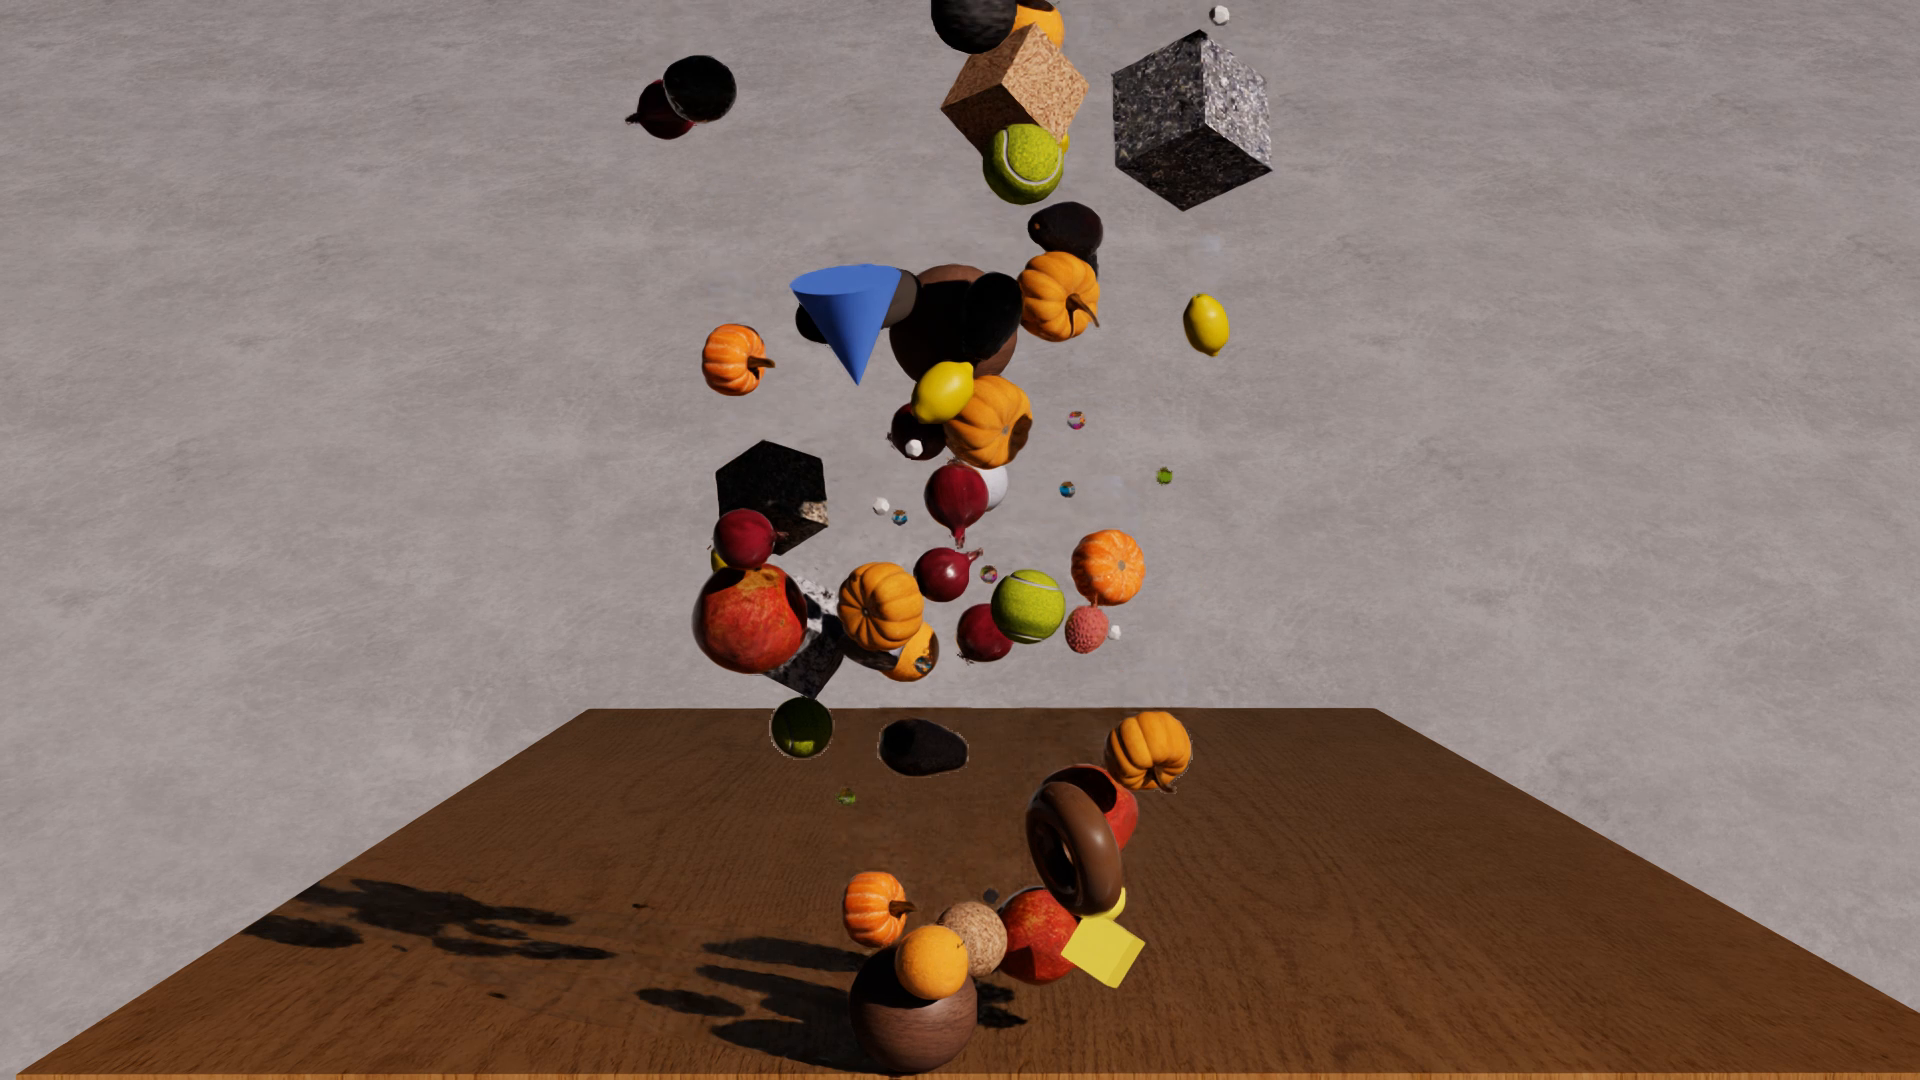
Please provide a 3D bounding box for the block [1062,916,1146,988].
[{"bbox_3d":[0.149,0.424,2.680,0.056,0.056,0.056,31,-3,21],"label":"block"}]

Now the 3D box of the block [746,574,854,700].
[{"bbox_3d":[-0.169,0.105,2.810,0.083,0.083,0.083,26,31,7],"label":"block"}]

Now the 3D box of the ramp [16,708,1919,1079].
[{"bbox_3d":[0.059,0.529,4.566,2.000,0.100,4.000,0,1,0],"label":"ramp"}]

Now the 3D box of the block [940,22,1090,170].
[{"bbox_3d":[0.052,-0.419,2.437,0.085,0.085,0.085,-13,41,46],"label":"block"}]

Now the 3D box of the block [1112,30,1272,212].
[{"bbox_3d":[0.200,-0.360,2.224,0.096,0.096,0.096,-21,-32,37],"label":"block"}]

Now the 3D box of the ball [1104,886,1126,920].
[{"bbox_3d":[0.155,0.393,2.837,0.055,0.055,0.055,0,26,0],"label":"ball"}]

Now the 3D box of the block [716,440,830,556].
[{"bbox_3d":[-0.203,-0.045,2.788,0.082,0.082,0.082,17,54,-41],"label":"block"}]

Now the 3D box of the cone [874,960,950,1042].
[{"bbox_3d":[-0.069,0.506,2.759,0.089,0.089,0.089,12,60,-21],"label":"cone"}]

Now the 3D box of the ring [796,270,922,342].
[{"bbox_3d":[-0.096,-0.223,2.456,0.125,0.042,0.125,-16,16,5],"label":"ring"}]

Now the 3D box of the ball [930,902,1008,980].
[{"bbox_3d":[0.010,0.412,2.651,0.079,0.079,0.079,0,26,0],"label":"ball"}]

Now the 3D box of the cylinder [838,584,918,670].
[{"bbox_3d":[-0.086,0.092,2.718,0.066,0.066,0.066,11,61,22],"label":"cylinder"}]

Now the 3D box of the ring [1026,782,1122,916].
[{"bbox_3d":[0.115,0.313,2.604,0.048,0.144,0.144,-20,31,-23],"label":"ring"}]

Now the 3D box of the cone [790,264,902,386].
[{"bbox_3d":[-0.094,-0.181,2.255,0.098,0.098,0.098,-5,20,2],"label":"cone"}]

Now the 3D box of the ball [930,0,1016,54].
[{"bbox_3d":[0.012,-0.475,2.310,0.077,0.077,0.077,0,26,0],"label":"ball"}]

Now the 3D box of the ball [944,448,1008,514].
[{"bbox_3d":[0.016,-0.061,2.667,0.068,0.068,0.068,0,26,0],"label":"ball"}]
